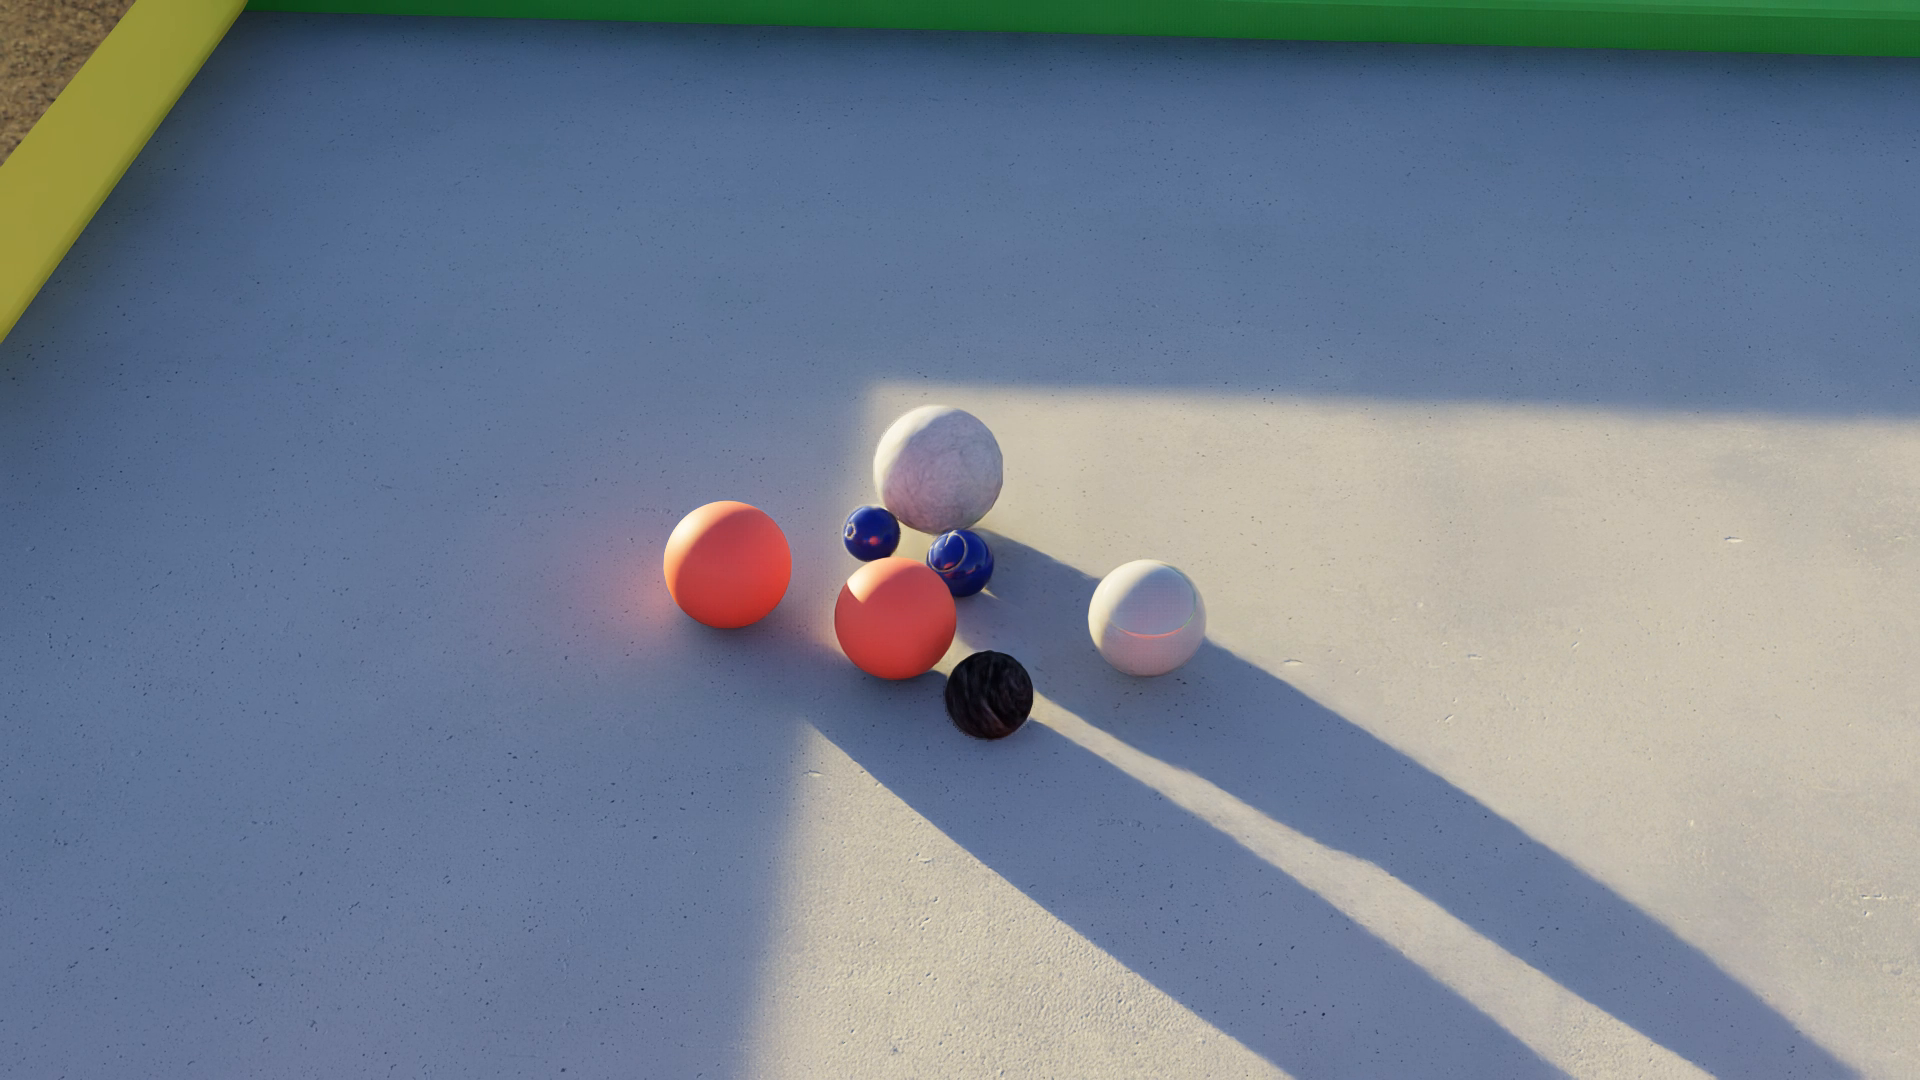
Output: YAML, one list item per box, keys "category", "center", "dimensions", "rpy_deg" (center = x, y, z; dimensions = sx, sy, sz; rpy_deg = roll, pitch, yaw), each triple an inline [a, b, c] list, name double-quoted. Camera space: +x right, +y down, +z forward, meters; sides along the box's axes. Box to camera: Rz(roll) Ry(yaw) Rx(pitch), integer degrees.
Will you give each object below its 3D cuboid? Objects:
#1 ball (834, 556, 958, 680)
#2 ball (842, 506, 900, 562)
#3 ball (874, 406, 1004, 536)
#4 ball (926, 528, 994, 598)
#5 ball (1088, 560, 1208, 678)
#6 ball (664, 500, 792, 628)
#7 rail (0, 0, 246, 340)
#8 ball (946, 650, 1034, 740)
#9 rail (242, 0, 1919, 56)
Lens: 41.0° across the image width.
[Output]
- category: "ball"
  center: [-0.043, 0.053, 1.726]
  dimensions: [0.083, 0.083, 0.083]
  rpy_deg: [0, 35, 0]
- category: "ball"
  center: [-0.063, -0.004, 1.842]
  dimensions: [0.042, 0.042, 0.042]
  rpy_deg: [0, 35, 0]
- category: "ball"
  center: [-0.015, -0.051, 1.862]
  dimensions: [0.094, 0.094, 0.094]
  rpy_deg: [0, 35, 0]
- category: "ball"
  center: [0.000, 0.016, 1.807]
  dimensions: [0.048, 0.048, 0.048]
  rpy_deg: [0, 35, 0]
- category: "ball"
  center: [0.126, 0.053, 1.728]
  dimensions: [0.080, 0.080, 0.080]
  rpy_deg: [0, 35, 0]
- category: "ball"
  center: [-0.160, 0.017, 1.771]
  dimensions: [0.088, 0.088, 0.088]
  rpy_deg: [0, 35, 0]
- category: "rail"
  center: [-0.782, -0.052, 1.837]
  dimensions: [0.045, 0.122, 1.899]
  rpy_deg: [2, 35, 3]
- category: "ball"
  center: [0.019, 0.101, 1.678]
  dimensions: [0.058, 0.058, 0.058]
  rpy_deg: [0, 35, 0]
- category: "rail"
  center: [0.869, -0.522, 2.504]
  dimensions: [3.232, 0.122, 0.045]
  rpy_deg: [2, 35, 3]
